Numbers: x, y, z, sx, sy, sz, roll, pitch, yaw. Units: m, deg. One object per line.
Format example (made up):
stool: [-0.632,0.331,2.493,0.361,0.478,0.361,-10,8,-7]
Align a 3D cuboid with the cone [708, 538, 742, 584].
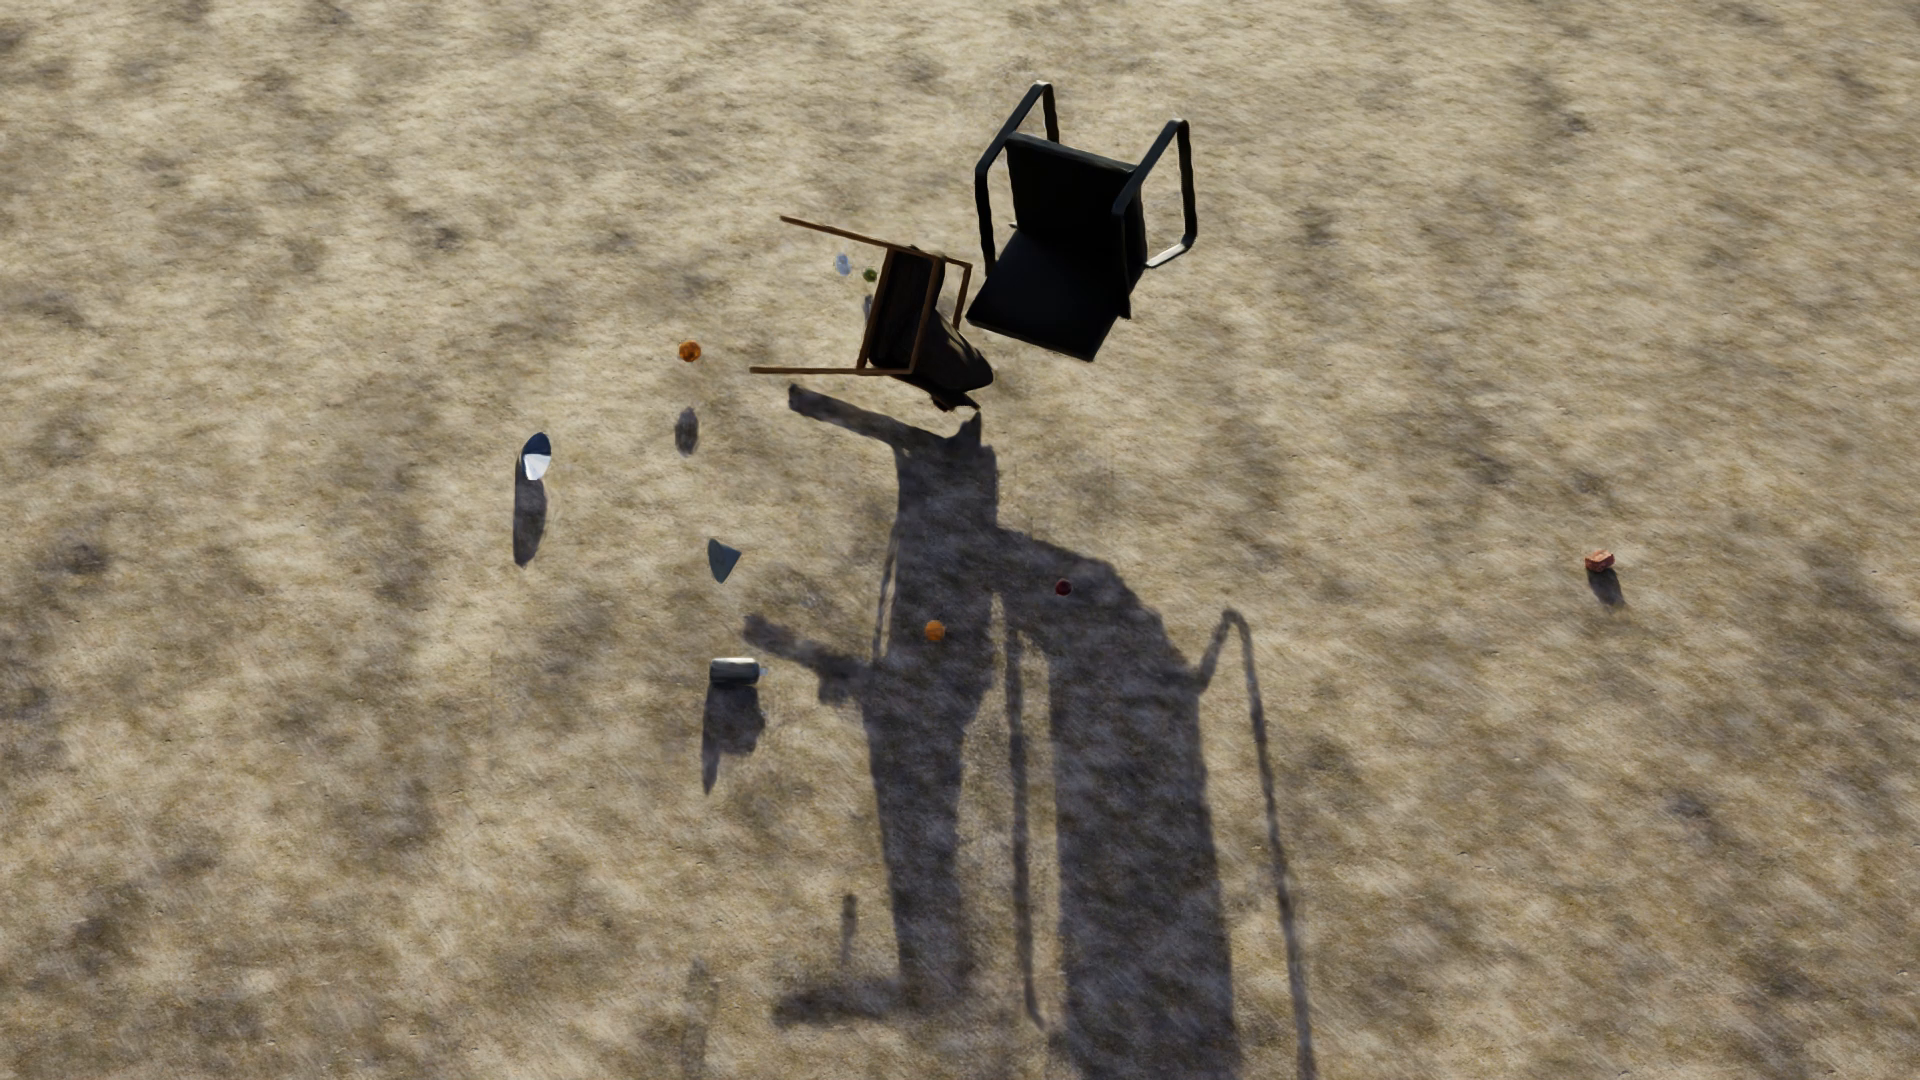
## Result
cone: [-0.828,0.059,10.535,0.115,0.171,0.098,-19,16,-39]

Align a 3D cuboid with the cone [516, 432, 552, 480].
cone: [-1.683,-0.331,11.375,0.120,0.187,0.204,15,-2,-31]

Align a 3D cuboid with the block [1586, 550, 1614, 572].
block: [2.352,0.075,10.785,0.085,0.040,0.064,-25,32,-33]
